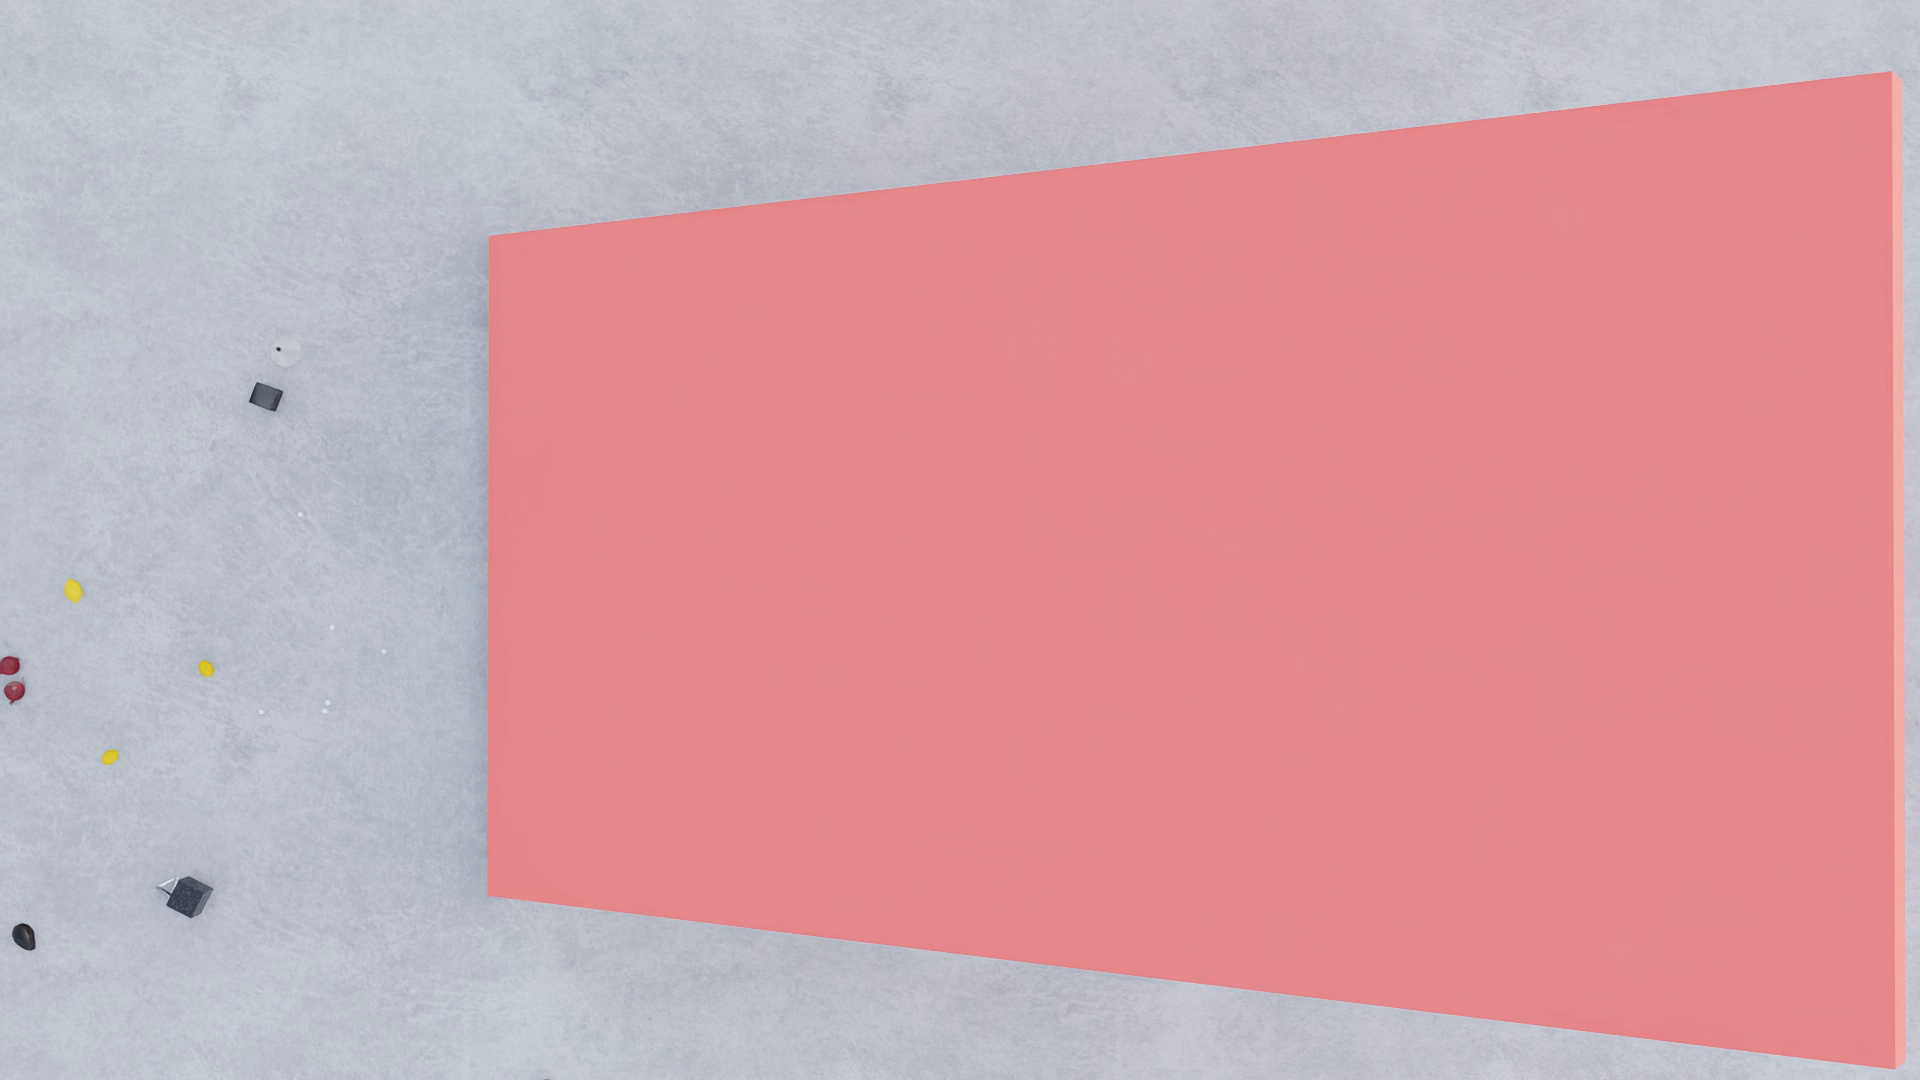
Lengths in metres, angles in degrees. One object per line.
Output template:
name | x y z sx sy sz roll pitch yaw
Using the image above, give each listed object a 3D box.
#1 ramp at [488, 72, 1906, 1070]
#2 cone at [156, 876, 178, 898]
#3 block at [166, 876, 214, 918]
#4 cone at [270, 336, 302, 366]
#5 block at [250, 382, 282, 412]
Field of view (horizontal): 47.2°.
ramp | 0.248 0.068 5.576 4.000 0.100 2.000 0 89 34
cone | -2.411 1.054 6.724 0.067 0.067 0.067 34 63 0
block | -2.345 1.087 6.696 0.086 0.086 0.086 27 90 0
cone | -2.071 -0.580 6.705 0.095 0.095 0.095 0 90 0
block | -2.120 -0.437 6.718 0.066 0.066 0.066 21 90 0
